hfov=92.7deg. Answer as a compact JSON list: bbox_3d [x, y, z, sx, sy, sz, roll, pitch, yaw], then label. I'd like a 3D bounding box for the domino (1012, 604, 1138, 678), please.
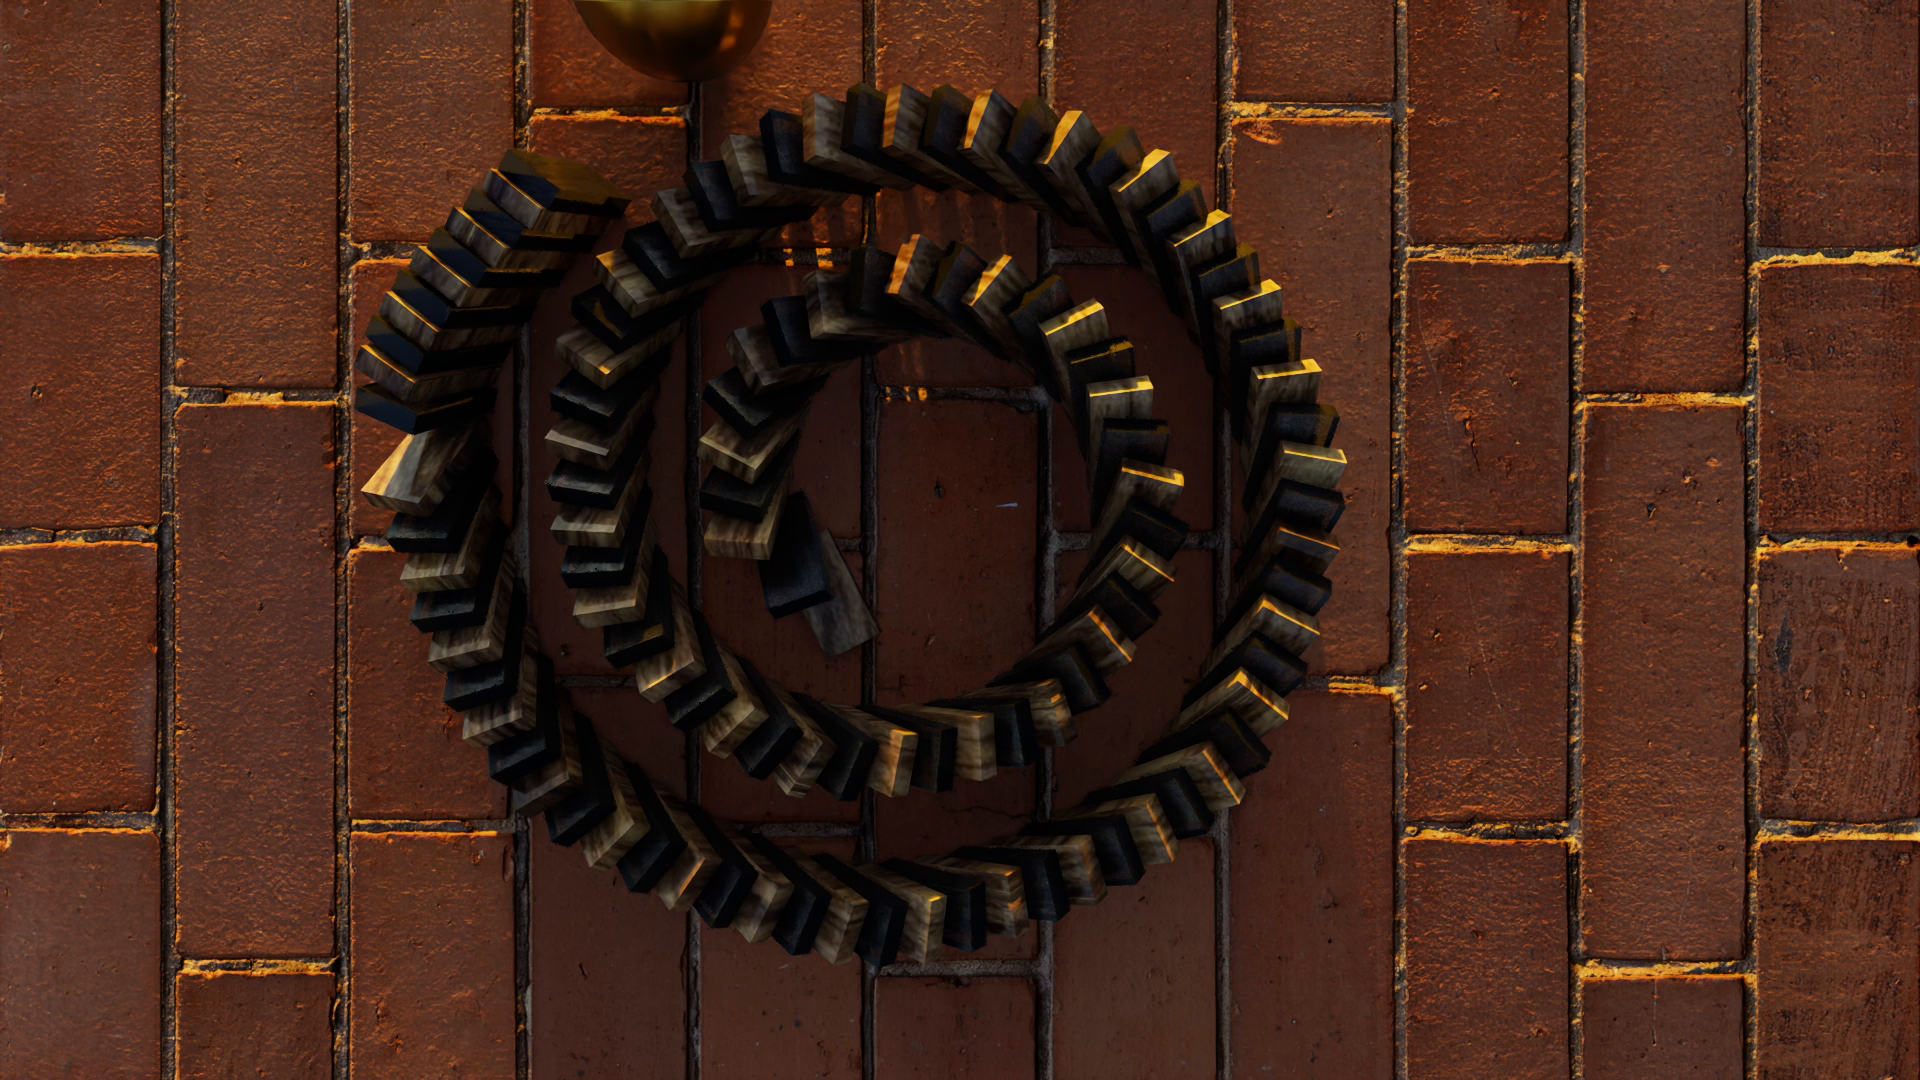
[{"bbox_3d":[0.047,0.049,0.380,0.025,0.009,0.050,48,131,0],"label":"domino"}]

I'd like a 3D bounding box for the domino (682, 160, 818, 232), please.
[{"bbox_3d":[-0.086,-0.144,0.380,0.050,0.009,0.025,-25,90,-40],"label":"domino"}]

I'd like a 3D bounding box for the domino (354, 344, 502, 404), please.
[{"bbox_3d":[-0.216,-0.071,0.375,0.025,0.050,0.010,35,112,0],"label":"domino"}]

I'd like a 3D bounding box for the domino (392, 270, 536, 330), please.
[{"bbox_3d":[-0.201,-0.099,0.375,0.025,0.050,0.010,38,111,0],"label":"domino"}]

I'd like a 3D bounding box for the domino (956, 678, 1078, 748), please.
[{"bbox_3d":[0.023,0.073,0.380,0.050,0.010,0.025,-17,91,42],"label":"domino"}]

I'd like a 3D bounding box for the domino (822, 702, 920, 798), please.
[{"bbox_3d":[-0.040,0.086,0.380,0.050,0.010,0.025,11,90,41],"label":"domino"}]

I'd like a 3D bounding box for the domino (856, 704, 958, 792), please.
[{"bbox_3d":[-0.024,0.086,0.380,0.050,0.010,0.025,5,90,41],"label":"domino"}]

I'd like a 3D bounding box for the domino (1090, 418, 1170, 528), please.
[{"bbox_3d":[0.070,-0.027,0.380,0.025,0.010,0.050,2,132,0],"label":"domino"}]

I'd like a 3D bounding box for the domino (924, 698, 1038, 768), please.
[{"bbox_3d":[0.008,0.079,0.380,0.050,0.009,0.025,-9,91,41],"label":"domino"}]

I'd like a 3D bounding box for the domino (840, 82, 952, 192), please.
[{"bbox_3d":[-0.024,-0.166,0.380,0.050,0.010,0.025,7,89,-40],"label":"domino"}]

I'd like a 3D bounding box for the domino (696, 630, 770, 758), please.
[{"bbox_3d":[-0.101,0.063,0.380,0.025,0.010,0.050,-44,50,0],"label":"domino"}]

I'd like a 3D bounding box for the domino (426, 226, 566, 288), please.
[{"bbox_3d":[-0.188,-0.115,0.375,0.025,0.050,0.009,38,110,0],"label":"domino"}]

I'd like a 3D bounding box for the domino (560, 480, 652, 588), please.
[{"bbox_3d":[-0.146,-0.003,0.380,0.025,0.010,0.050,-3,50,1],"label":"domino"}]

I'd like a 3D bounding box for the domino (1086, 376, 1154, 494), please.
[{"bbox_3d":[0.066,-0.043,0.380,0.025,0.009,0.050,-7,132,0],"label":"domino"}]

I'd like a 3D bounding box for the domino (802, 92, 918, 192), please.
[{"bbox_3d":[-0.041,-0.164,0.380,0.050,0.009,0.025,-1,89,-40],"label":"domino"}]

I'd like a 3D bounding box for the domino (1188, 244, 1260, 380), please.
[{"bbox_3d":[0.112,-0.094,0.381,0.025,0.009,0.050,-24,129,0],"label":"domino"}]

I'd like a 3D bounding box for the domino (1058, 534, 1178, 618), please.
[{"bbox_3d":[0.065,0.022,0.380,0.025,0.010,0.050,34,132,0],"label":"domino"}]

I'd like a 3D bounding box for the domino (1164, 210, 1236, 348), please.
[{"bbox_3d":[0.104,-0.107,0.380,0.025,0.009,0.050,-29,129,0],"label":"domino"}]

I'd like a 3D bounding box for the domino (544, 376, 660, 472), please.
[{"bbox_3d":[-0.147,-0.052,0.380,0.025,0.010,0.050,16,50,0],"label":"domino"}]

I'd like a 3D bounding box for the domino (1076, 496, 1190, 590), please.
[{"bbox_3d":[0.071,0.007,0.380,0.025,0.010,0.050,27,132,-1],"label":"domino"}]

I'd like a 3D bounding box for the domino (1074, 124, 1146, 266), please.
[{"bbox_3d":[0.070,-0.142,0.380,0.025,0.010,0.050,-45,130,0],"label":"domino"}]

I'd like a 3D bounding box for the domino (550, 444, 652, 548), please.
[{"bbox_3d":[-0.148,-0.020,0.380,0.025,0.010,0.050,3,50,0],"label":"domino"}]

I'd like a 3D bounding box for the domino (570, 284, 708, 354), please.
[{"bbox_3d":[-0.132,-0.099,0.380,0.025,0.009,0.050,41,50,1],"label":"domino"}]

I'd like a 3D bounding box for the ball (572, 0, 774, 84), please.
[{"bbox_3d":[-0.114,-0.224,0.360,0.080,0.080,0.080,0,90,0],"label":"ball"}]

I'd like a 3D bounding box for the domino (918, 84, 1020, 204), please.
[{"bbox_3d":[0.008,-0.163,0.380,0.050,0.009,0.025,16,90,-39],"label":"domino"}]

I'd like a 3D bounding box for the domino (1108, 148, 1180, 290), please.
[{"bbox_3d":[0.083,-0.132,0.380,0.025,0.009,0.050,-38,130,-1],"label":"domino"}]

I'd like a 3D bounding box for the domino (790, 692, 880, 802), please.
[{"bbox_3d":[-0.057,0.085,0.380,0.050,0.009,0.025,22,90,42],"label":"domino"}]

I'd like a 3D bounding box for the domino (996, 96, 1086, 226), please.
[{"bbox_3d":[0.040,-0.156,0.380,0.050,0.009,0.025,28,90,-40],"label":"domino"}]

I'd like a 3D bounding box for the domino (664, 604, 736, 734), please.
[{"bbox_3d":[-0.113,0.052,0.380,0.025,0.010,0.050,-37,50,0],"label":"domino"}]

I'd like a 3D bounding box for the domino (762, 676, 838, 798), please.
[{"bbox_3d":[-0.074,0.081,0.380,0.050,0.009,0.025,35,91,41],"label":"domino"}]

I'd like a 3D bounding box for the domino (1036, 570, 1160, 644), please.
[{"bbox_3d":[0.057,0.037,0.380,0.025,0.009,0.050,42,131,0],"label":"domino"}]

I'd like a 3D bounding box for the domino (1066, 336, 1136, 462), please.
[{"bbox_3d":[0.060,-0.058,0.380,0.025,0.010,0.050,-15,132,0],"label":"domino"}]

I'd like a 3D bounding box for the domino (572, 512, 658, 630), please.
[{"bbox_3d":[-0.142,0.012,0.380,0.025,0.010,0.050,-9,49,1],"label":"domino"}]

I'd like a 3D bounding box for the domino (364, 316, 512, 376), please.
[{"bbox_3d":[-0.212,-0.082,0.375,0.025,0.050,0.009,38,111,0],"label":"domino"}]

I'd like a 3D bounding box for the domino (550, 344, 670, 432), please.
[{"bbox_3d":[-0.144,-0.068,0.380,0.025,0.010,0.050,22,49,0],"label":"domino"}]

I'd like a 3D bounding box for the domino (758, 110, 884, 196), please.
[{"bbox_3d":[-0.057,-0.160,0.380,0.050,0.009,0.025,-9,90,-40],"label":"domino"}]

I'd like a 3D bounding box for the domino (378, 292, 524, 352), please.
[{"bbox_3d":[-0.207,-0.091,0.375,0.025,0.050,0.010,38,111,0],"label":"domino"}]

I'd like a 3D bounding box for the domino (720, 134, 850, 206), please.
[{"bbox_3d":[-0.072,-0.153,0.380,0.050,0.009,0.025,-18,90,-40],"label":"domino"}]

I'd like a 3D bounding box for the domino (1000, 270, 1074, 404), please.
[{"bbox_3d":[0.039,-0.083,0.379,0.025,0.009,0.050,-38,133,0],"label":"domino"}]

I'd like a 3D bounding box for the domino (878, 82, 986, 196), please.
[{"bbox_3d":[-0.009,-0.165,0.380,0.050,0.009,0.025,10,89,-40],"label":"domino"}]

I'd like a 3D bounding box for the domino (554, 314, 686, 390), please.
[{"bbox_3d":[-0.140,-0.085,0.380,0.025,0.009,0.050,35,49,0],"label":"domino"}]

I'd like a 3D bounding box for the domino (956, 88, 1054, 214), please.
[{"bbox_3d":[0.024,-0.160,0.381,0.050,0.010,0.025,21,90,-39],"label":"domino"}]

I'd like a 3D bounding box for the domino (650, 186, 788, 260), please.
[{"bbox_3d":[-0.099,-0.135,0.380,0.050,0.009,0.025,-31,90,-40],"label":"domino"}]

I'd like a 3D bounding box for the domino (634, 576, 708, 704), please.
[{"bbox_3d":[-0.123,0.040,0.380,0.025,0.009,0.050,-31,49,0],"label":"domino"}]

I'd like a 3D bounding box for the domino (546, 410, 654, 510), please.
[{"bbox_3d":[-0.148,-0.036,0.380,0.025,0.009,0.050,9,50,0],"label":"domino"}]

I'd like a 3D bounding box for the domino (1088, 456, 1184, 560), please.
[{"bbox_3d":[0.072,-0.009,0.380,0.025,0.010,0.050,14,133,0],"label":"domino"}]

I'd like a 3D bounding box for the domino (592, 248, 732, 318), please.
[{"bbox_3d":[-0.123,-0.113,0.380,0.025,0.009,0.050,49,50,1],"label":"domino"}]

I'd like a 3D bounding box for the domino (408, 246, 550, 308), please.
[{"bbox_3d":[-0.195,-0.108,0.375,0.025,0.050,0.010,38,110,0],"label":"domino"}]

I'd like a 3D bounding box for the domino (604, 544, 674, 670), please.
[{"bbox_3d":[-0.134,0.027,0.380,0.025,0.009,0.050,-21,49,0],"label":"domino"}]

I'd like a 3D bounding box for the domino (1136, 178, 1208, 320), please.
[{"bbox_3d":[0.093,-0.120,0.380,0.025,0.009,0.050,-35,129,-1],"label":"domino"}]

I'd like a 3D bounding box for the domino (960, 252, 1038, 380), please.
[{"bbox_3d":[0.024,-0.092,0.380,0.025,0.009,0.050,-50,133,0],"label":"domino"}]

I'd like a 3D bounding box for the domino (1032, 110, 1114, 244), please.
[{"bbox_3d":[0.054,-0.150,0.380,0.050,0.009,0.025,34,90,-40],"label":"domino"}]

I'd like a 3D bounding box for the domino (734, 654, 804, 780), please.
[{"bbox_3d":[-0.087,0.073,0.380,0.025,0.010,0.050,-50,49,0],"label":"domino"}]

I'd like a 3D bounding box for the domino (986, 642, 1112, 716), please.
[{"bbox_3d":[0.036,0.062,0.380,0.050,0.009,0.025,-31,90,42],"label":"domino"}]

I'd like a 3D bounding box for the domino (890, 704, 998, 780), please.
[{"bbox_3d":[-0.008,0.083,0.380,0.050,0.009,0.025,-3,90,41],"label":"domino"}]

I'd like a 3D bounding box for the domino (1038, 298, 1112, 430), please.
[{"bbox_3d":[0.052,-0.072,0.380,0.025,0.010,0.050,-26,133,0],"label":"domino"}]

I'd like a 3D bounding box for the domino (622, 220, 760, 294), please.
[{"bbox_3d":[-0.111,-0.122,0.380,0.025,0.009,0.050,50,50,0],"label":"domino"}]
